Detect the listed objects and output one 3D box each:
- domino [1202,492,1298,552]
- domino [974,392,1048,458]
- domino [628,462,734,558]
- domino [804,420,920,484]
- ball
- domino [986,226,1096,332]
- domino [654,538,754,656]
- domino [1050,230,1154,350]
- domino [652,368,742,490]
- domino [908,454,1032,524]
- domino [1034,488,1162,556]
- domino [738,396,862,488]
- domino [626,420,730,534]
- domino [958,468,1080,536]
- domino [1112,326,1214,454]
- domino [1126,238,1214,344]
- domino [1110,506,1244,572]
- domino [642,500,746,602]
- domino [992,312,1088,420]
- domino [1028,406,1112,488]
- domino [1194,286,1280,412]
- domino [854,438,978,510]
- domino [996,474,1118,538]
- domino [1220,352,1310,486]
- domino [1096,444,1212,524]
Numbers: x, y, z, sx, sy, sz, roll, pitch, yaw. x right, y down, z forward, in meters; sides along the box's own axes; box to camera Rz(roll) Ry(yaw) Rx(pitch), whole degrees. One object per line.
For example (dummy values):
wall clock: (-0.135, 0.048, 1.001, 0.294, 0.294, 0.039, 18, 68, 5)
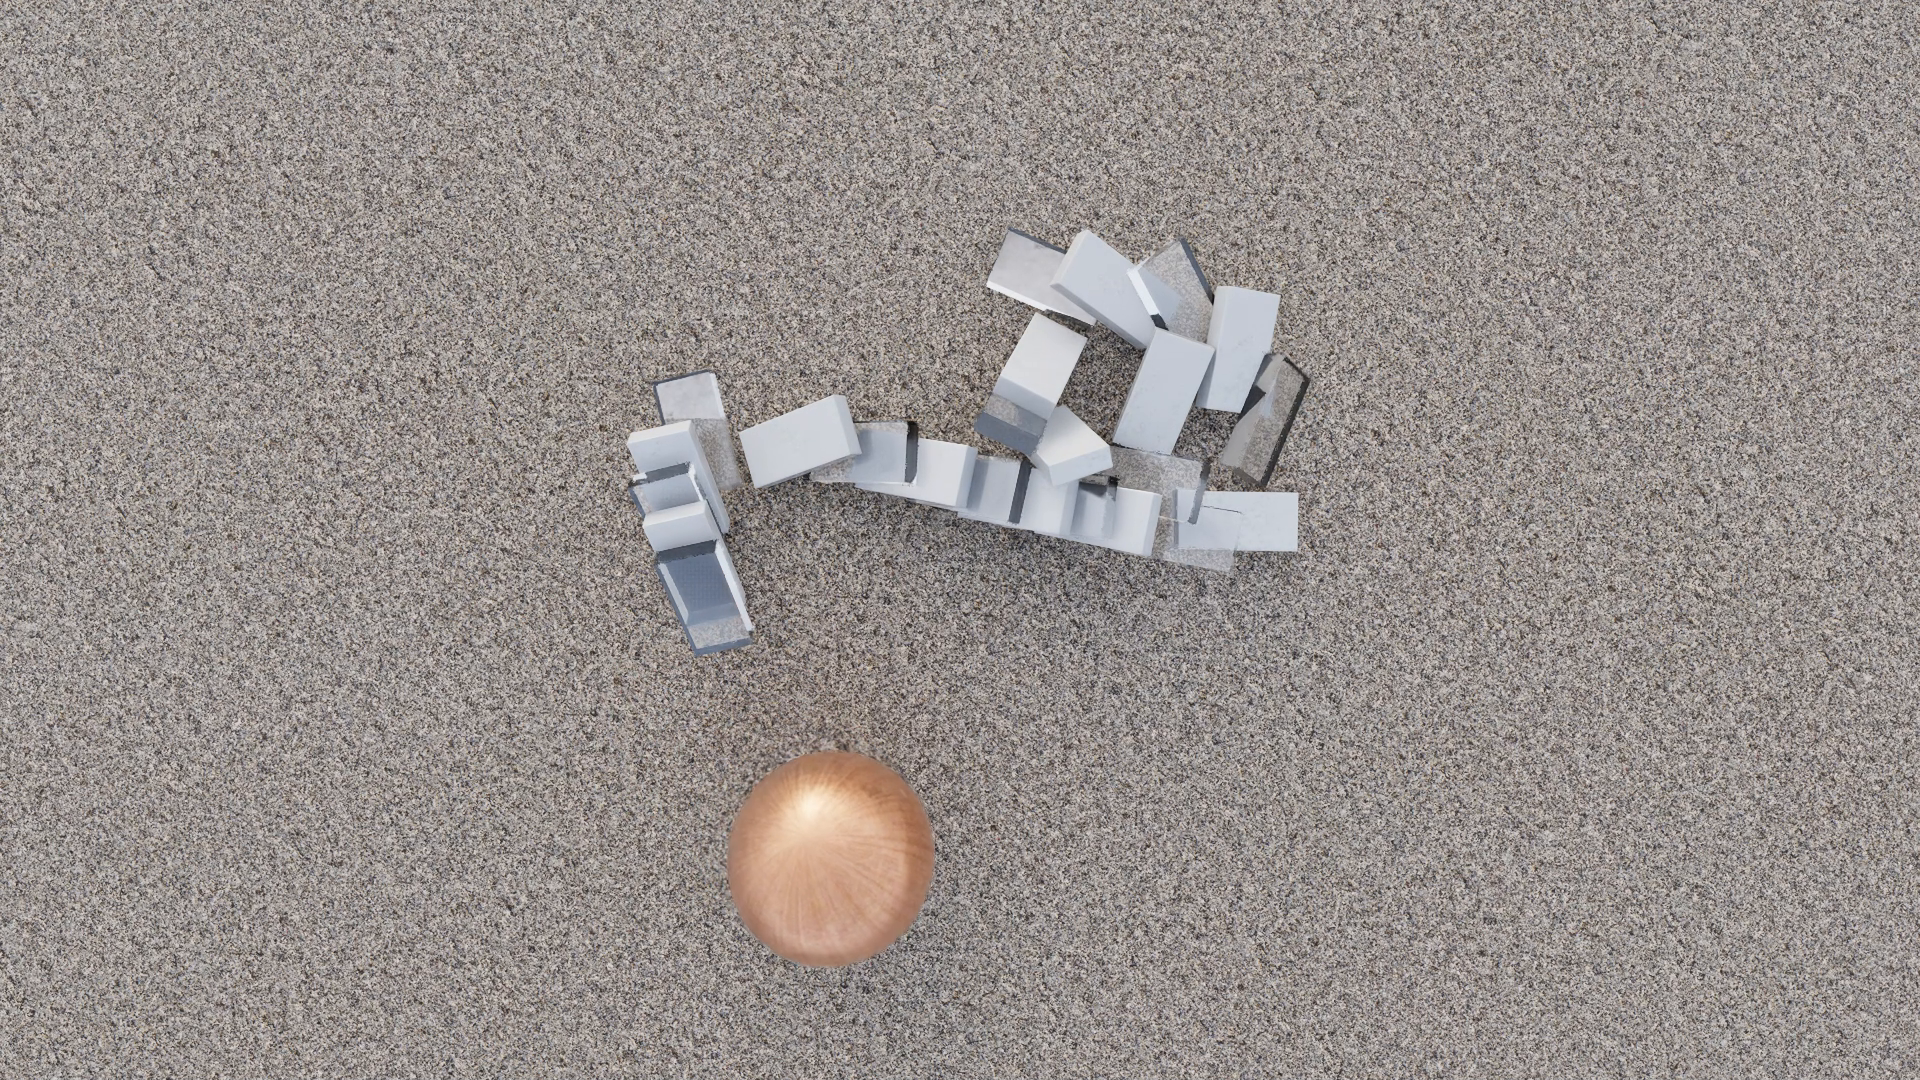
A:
domino: (0.119, -0.008, 0.395, 0.050, 0.009, 0.025, 1, 90, 0)
domino: (0.024, -0.055, 0.377, 0.025, 0.050, 0.010, 25, 127, 0)
domino: (-0.115, -0.007, 0.381, 0.025, 0.009, 0.050, -14, 126, 1)
domino: (-0.042, -0.037, 0.385, 0.050, 0.010, 0.025, 3, 90, 27)
ball: (-0.051, 0.124, 0.360, 0.080, 0.080, 0.080, 0, 90, 0)
domino: (0.039, -0.112, 0.395, 0.050, 0.010, 0.025, 23, 90, 0)
domino: (-0.106, 0.025, 0.382, 0.025, 0.009, 0.050, -12, 126, 0)
domino: (0.065, -0.105, 0.386, 0.050, 0.009, 0.025, 29, 88, -21)
domino: (-0.113, -0.046, 0.395, 0.025, 0.010, 0.050, -14, 90, 0)
domino: (0.004, -0.024, 0.382, 0.050, 0.010, 0.025, 13, 90, 33)
domino: (0.057, -0.011, 0.381, 0.050, 0.009, 0.025, 13, 93, 34)
domino: (-0.068, -0.041, 0.385, 0.050, 0.010, 0.025, -16, 90, 26)
domino: (-0.116, -0.023, 0.382, 0.025, 0.009, 0.050, -12, 124, 0)
domino: (0.024, -0.018, 0.381, 0.050, 0.009, 0.025, 11, 92, 35)
domino: (0.085, -0.061, 0.386, 0.025, 0.010, 0.050, 19, 112, 0)
domino: (0.094, -0.098, 0.386, 0.025, 0.010, 0.050, -36, 108, -6)
domino: (0.091, -0.003, 0.386, 0.050, 0.009, 0.025, 11, 90, 23)
domino: (-0.110, 0.009, 0.382, 0.025, 0.009, 0.050, -13, 126, 0)
domino: (0.034, -0.073, 0.380, 0.025, 0.010, 0.050, 27, 48, 0)
domino: (0.041, -0.039, 0.375, 0.025, 0.050, 0.010, -19, 120, -6)
domino: (0.117, -0.080, 0.387, 0.025, 0.010, 0.050, 4, 102, -19)
domino: (-0.019, -0.030, 0.384, 0.050, 0.010, 0.025, 12, 90, 28)
domino: (0.040, -0.016, 0.382, 0.050, 0.009, 0.025, 7, 90, 35)
domino: (0.130, -0.050, 0.388, 0.025, 0.010, 0.050, 23, 90, -43)
domino: (0.076, -0.024, 0.381, 0.050, 0.010, 0.025, 16, 93, 34)
